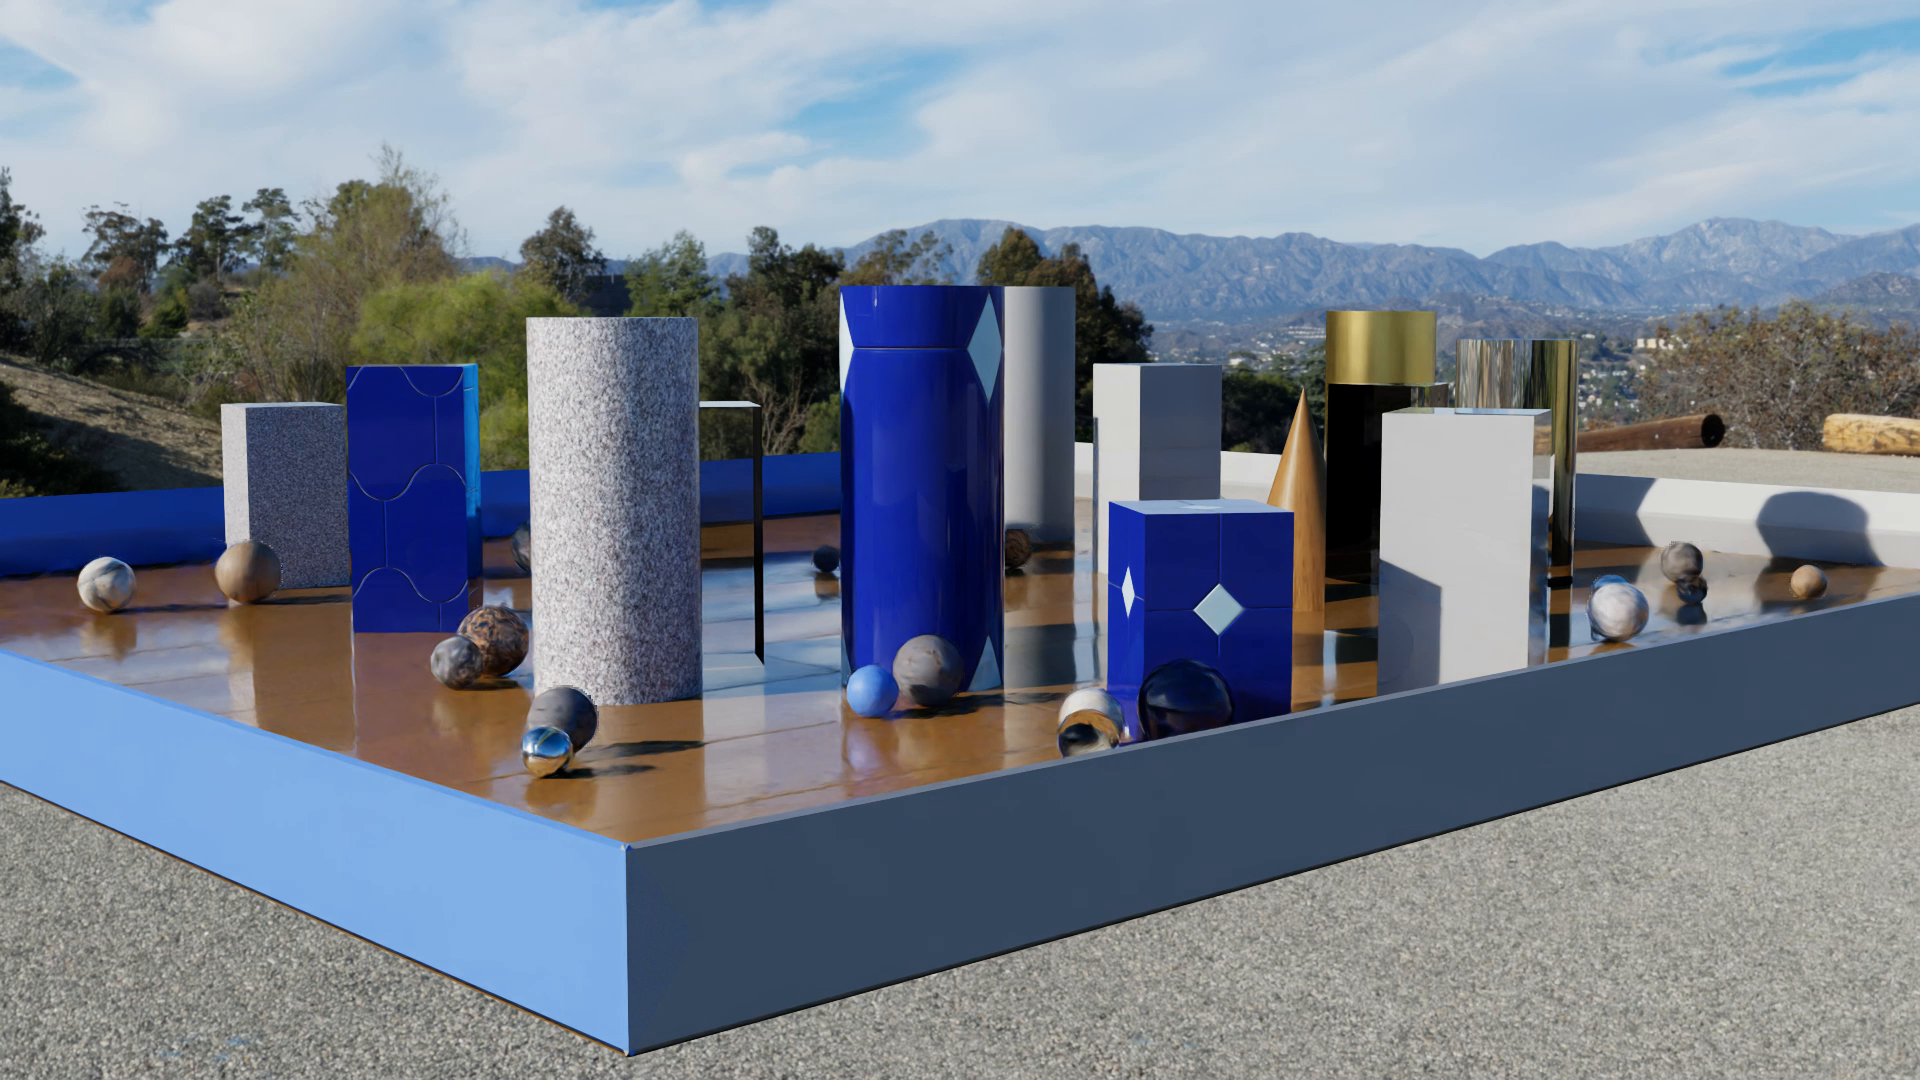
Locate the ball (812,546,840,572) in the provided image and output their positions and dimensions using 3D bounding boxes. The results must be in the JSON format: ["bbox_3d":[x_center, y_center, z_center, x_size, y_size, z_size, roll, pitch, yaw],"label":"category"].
[{"bbox_3d":[-0.227,0.032,3.745,0.046,0.046,0.046,0,6,0],"label":"ball"}]

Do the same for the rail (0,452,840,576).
[{"bbox_3d":[-0.907,-0.069,4.310,3.052,0.128,0.045,-5,8,-42],"label":"rail"}]

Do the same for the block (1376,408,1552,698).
[{"bbox_3d":[0.552,0.027,2.404,0.157,0.335,0.157,2,6,21],"label":"block"}]

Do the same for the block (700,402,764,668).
[{"bbox_3d":[-0.339,-0.010,2.804,0.157,0.326,0.157,-1,6,-11],"label":"block"}]

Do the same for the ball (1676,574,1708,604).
[{"bbox_3d":[1.113,0.074,3.344,0.046,0.046,0.046,0,6,0],"label":"ball"}]

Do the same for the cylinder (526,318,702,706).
[{"bbox_3d":[-0.401,-0.040,2.560,0.197,0.436,0.197,0,6,0],"label":"cylinder"}]

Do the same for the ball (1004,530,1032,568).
[{"bbox_3d":[0.091,0.015,3.816,0.065,0.065,0.065,0,6,0],"label":"ball"}]

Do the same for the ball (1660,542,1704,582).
[{"bbox_3d":[1.180,0.037,3.594,0.068,0.068,0.068,0,6,0],"label":"ball"}]

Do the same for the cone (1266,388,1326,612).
[{"bbox_3d":[0.520,-0.069,3.343,0.197,0.330,0.197,0,6,0],"label":"cone"}]

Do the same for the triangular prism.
[{"bbox_3d":[0.619,-0.043,3.033,0.148,0.344,0.170,-5,8,-39],"label":"triangular prism"}]

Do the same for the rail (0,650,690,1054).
[{"bbox_3d":[-1.104,0.139,2.319,0.045,0.128,2.723,-5,8,-42],"label":"rail"}]

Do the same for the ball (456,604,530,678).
[{"bbox_3d":[-0.568,0.123,2.676,0.088,0.088,0.088,0,6,0],"label":"ball"}]

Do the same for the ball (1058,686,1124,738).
[{"bbox_3d":[0.133,0.181,2.220,0.066,0.066,0.066,0,6,0],"label":"ball"}]

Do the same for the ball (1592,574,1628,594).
[{"bbox_3d":[0.966,0.078,3.258,0.055,0.055,0.055,0,6,0],"label":"ball"}]

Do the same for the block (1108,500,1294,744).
[{"bbox_3d":[0.252,0.083,2.330,0.157,0.239,0.157,-1,6,-10],"label":"block"}]

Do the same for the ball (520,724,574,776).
[{"bbox_3d":[-0.396,0.202,2.106,0.050,0.050,0.050,0,6,0],"label":"ball"}]

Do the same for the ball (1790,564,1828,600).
[{"bbox_3d":[1.312,0.065,3.397,0.053,0.053,0.053,0,6,0],"label":"ball"}]

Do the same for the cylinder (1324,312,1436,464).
[{"bbox_3d":[0.761,-0.193,3.997,0.197,0.443,0.197,0,6,0],"label":"cylinder"}]

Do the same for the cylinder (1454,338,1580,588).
[{"bbox_3d":[0.911,-0.131,3.613,0.197,0.397,0.197,0,6,0],"label":"cylinder"}]

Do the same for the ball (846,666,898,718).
[{"bbox_3d":[-0.096,0.166,2.409,0.058,0.058,0.058,0,6,0],"label":"ball"}]

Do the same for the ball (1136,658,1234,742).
[{"bbox_3d":[0.226,0.167,2.204,0.098,0.098,0.098,0,6,0],"label":"ball"}]

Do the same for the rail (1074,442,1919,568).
[{"bbox_3d":[1.104,-0.073,4.345,0.045,0.128,2.723,-5,8,-42],"label":"rail"}]

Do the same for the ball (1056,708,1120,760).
[{"bbox_3d":[0.124,0.194,2.131,0.061,0.061,0.061,0,6,0],"label":"ball"}]

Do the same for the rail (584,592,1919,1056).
[{"bbox_3d":[0.907,0.135,2.354,3.052,0.128,0.045,-5,8,-42],"label":"rail"}]

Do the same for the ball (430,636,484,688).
[{"bbox_3d":[-0.593,0.145,2.594,0.062,0.062,0.062,0,6,0],"label":"ball"}]

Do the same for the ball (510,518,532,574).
[{"bbox_3d":[-0.707,0.010,3.707,0.098,0.098,0.098,0,6,0],"label":"ball"}]

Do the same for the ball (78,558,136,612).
[{"bbox_3d":[-1.260,0.066,3.249,0.082,0.082,0.082,0,6,0],"label":"ball"}]

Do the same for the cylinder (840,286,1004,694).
[{"bbox_3d":[-0.045,-0.066,2.631,0.197,0.472,0.197,0,6,0],"label":"cylinder"}]

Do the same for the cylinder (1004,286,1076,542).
[{"bbox_3d":[0.127,-0.249,4.305,0.197,0.489,0.197,0,6,0],"label":"cylinder"}]

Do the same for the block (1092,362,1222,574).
[{"bbox_3d":[0.332,-0.120,3.720,0.157,0.354,0.157,-3,7,-25],"label":"block"}]

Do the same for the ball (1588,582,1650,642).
[{"bbox_3d":[0.888,0.097,2.966,0.080,0.080,0.080,0,6,0],"label":"ball"}]

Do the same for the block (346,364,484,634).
[{"bbox_3d":[-0.767,-0.063,3.108,0.157,0.368,0.157,-1,6,-5],"label":"block"}]

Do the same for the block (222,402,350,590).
[{"bbox_3d":[-1.100,-0.075,3.585,0.157,0.292,0.157,-4,7,-32],"label":"block"}]

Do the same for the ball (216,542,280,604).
[{"bbox_3d":[-1.083,0.049,3.347,0.095,0.095,0.095,0,6,0],"label":"ball"}]

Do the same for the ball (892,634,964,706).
[{"bbox_3d":[-0.036,0.147,2.482,0.081,0.081,0.081,0,6,0],"label":"ball"}]

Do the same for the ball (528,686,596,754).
[{"bbox_3d":[-0.399,0.181,2.207,0.069,0.069,0.069,0,6,0],"label":"ball"}]
